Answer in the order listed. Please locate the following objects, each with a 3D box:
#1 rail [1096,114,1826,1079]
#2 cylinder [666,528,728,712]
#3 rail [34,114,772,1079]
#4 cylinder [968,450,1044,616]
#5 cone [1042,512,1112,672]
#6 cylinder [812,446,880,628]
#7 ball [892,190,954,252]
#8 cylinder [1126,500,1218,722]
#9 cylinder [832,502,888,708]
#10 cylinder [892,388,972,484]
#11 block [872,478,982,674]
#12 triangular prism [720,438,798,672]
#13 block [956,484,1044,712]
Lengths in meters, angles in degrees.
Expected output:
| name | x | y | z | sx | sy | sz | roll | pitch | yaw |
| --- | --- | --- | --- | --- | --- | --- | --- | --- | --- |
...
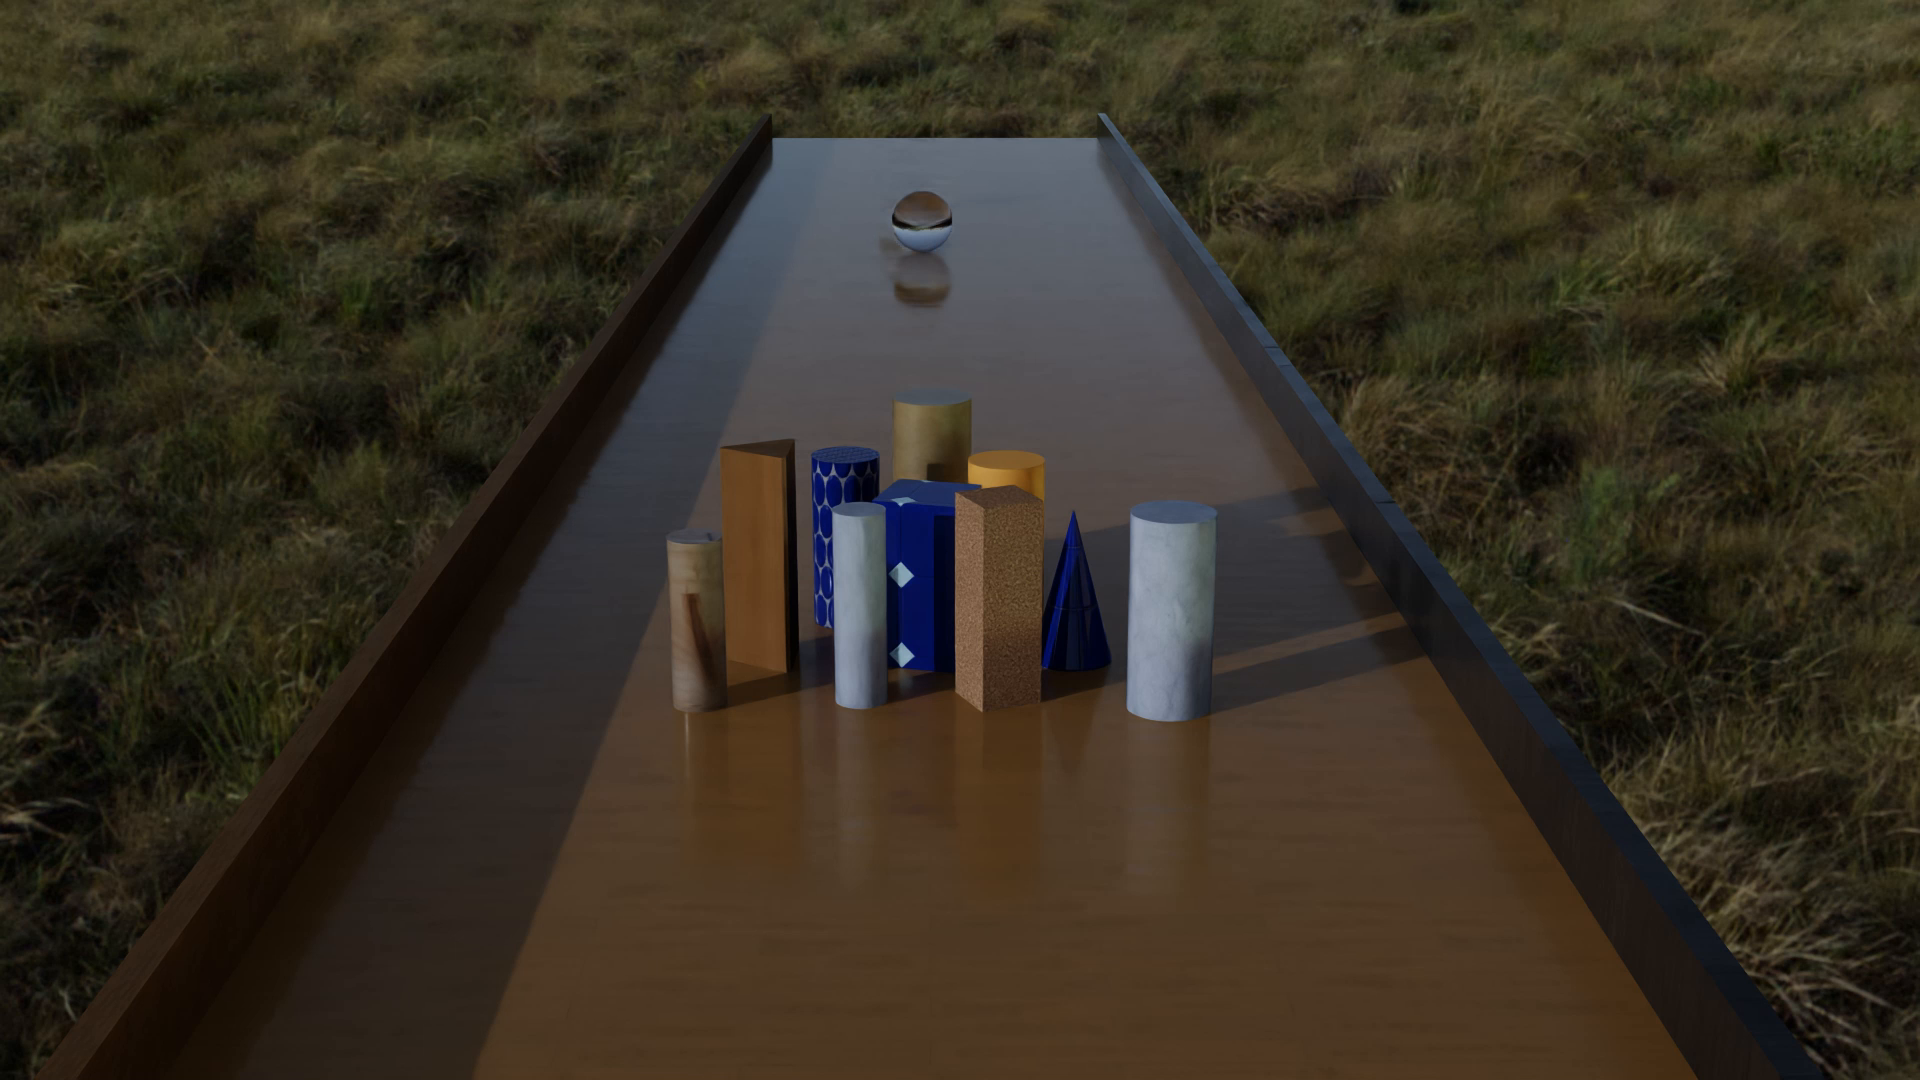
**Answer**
| name | x | y | z | sx | sy | sz | roll | pitch | yaw |
| --- | --- | --- | --- | --- | --- | --- | --- | --- | --- |
| rail | 0.932 | -0.844 | 7.801 | 0.050 | 0.150 | 12.000 | 0 | 17 | -1 |
| cylinder | -0.494 | 0.152 | 4.136 | 0.104 | 0.331 | 0.104 | 0 | 17 | 0 |
| rail | -1.118 | -0.838 | 7.780 | 0.050 | 0.150 | 12.000 | 0 | 17 | -1 |
| cylinder | 0.096 | 0.000 | 4.614 | 0.160 | 0.349 | 0.160 | 0 | 17 | 0 |
| cone | 0.225 | 0.088 | 4.383 | 0.164 | 0.312 | 0.164 | 0 | 17 | 0 |
| cylinder | -0.238 | -0.005 | 4.614 | 0.143 | 0.359 | 0.143 | 0 | 17 | 0 |
| ball | -0.158 | -1.349 | 9.308 | 0.259 | 0.259 | 0.259 | 0 | 17 | 0 |
| cylinder | 0.395 | 0.132 | 4.113 | 0.161 | 0.383 | 0.161 | 0 | 17 | 0 |
| cylinder | -0.188 | 0.124 | 4.148 | 0.101 | 0.378 | 0.101 | 0 | 17 | 0 |
| cylinder | -0.062 | -0.115 | 4.884 | 0.175 | 0.416 | 0.175 | 0 | 17 | 0 |
| block | -0.064 | 0.070 | 4.395 | 0.174 | 0.341 | 0.174 | 5 | 17 | 16 |
| triangular prism | -0.368 | 0.024 | 4.377 | 0.155 | 0.438 | 0.134 | 10 | 19 | 31 |
| block | 0.072 | 0.110 | 4.157 | 0.123 | 0.400 | 0.123 | -8 | 18 | -24 |
